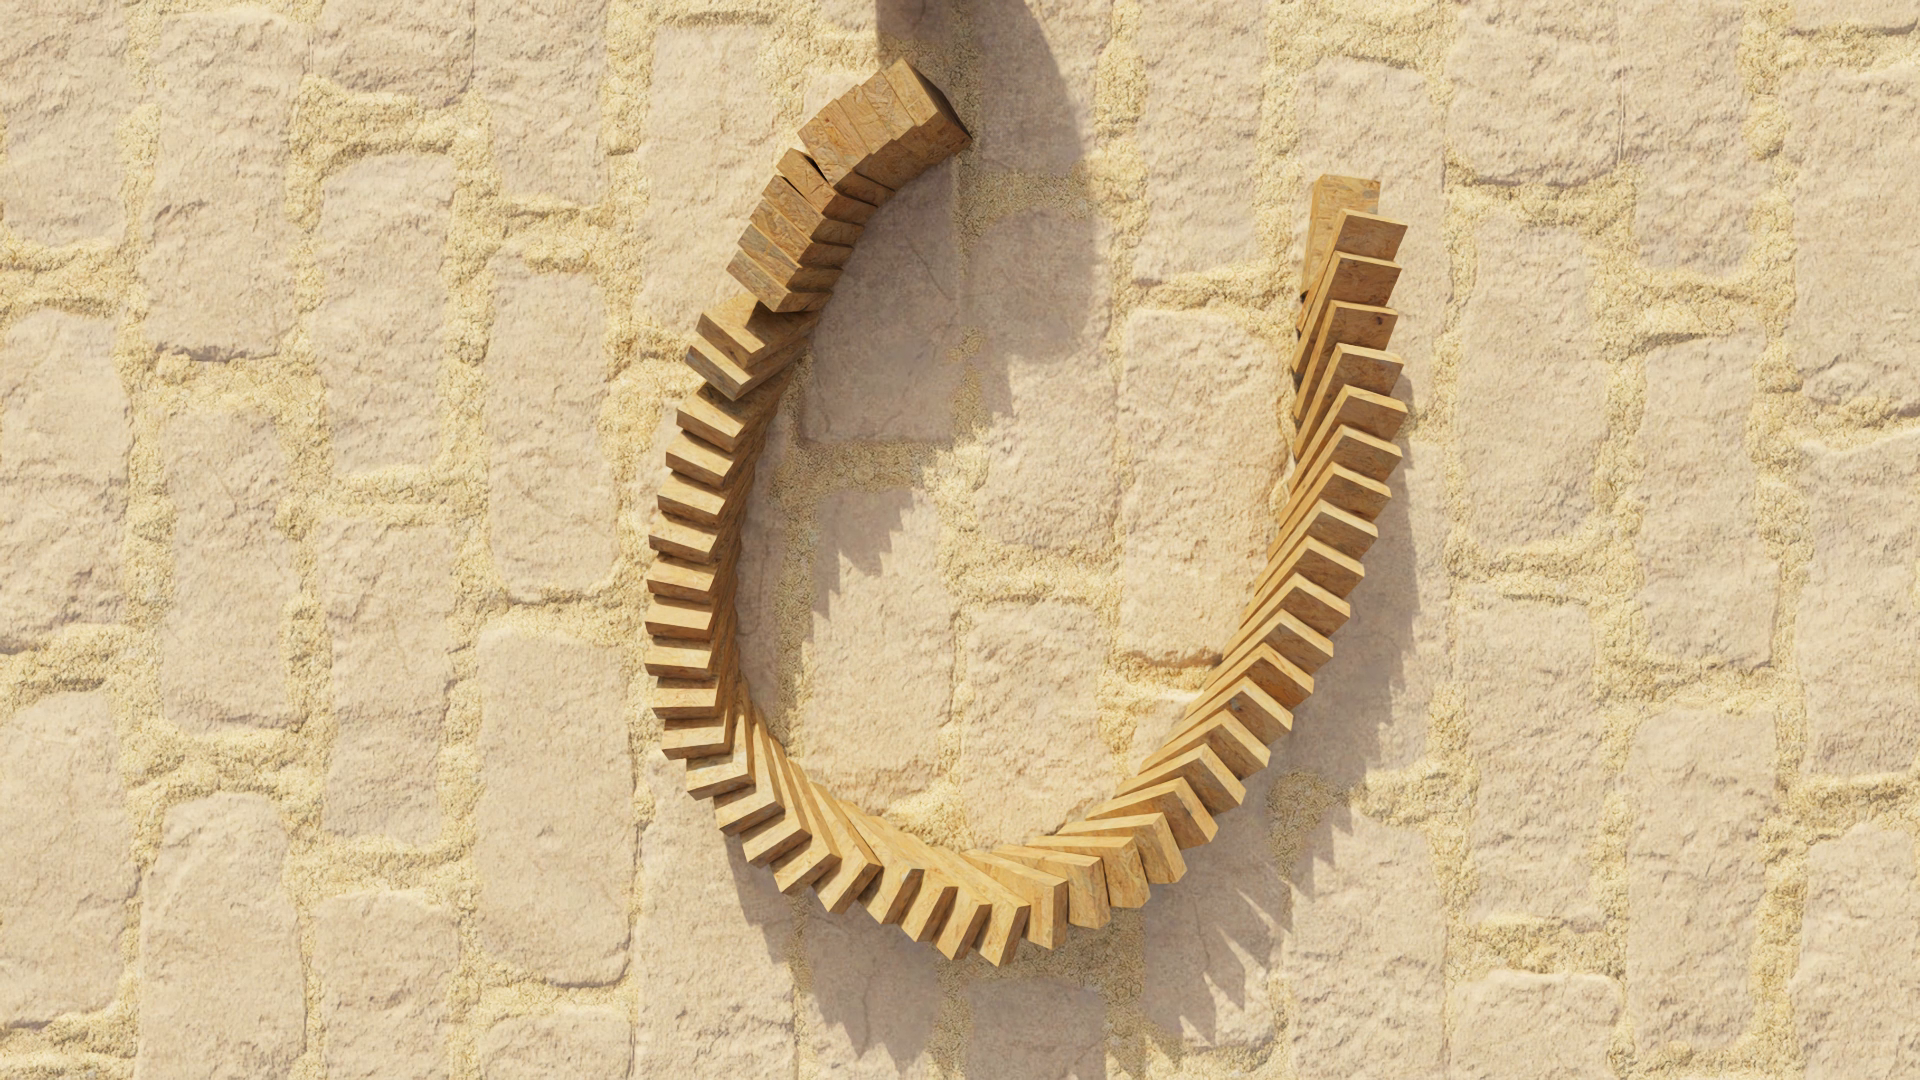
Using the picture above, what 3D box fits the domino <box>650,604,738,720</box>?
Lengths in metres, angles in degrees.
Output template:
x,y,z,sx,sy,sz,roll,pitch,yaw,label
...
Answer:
x,y,z,sx,sy,sz,roll,pitch,yaw,label
-0.109,0.050,0.380,0.025,0.010,0.050,-1,50,1,domino

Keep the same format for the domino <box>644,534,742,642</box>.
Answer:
x,y,z,sx,sy,sz,roll,pitch,yaw,label
-0.110,0.018,0.380,0.025,0.010,0.050,8,50,0,domino

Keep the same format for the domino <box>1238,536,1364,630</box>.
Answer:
x,y,z,sx,sy,sz,roll,pitch,yaw,label
0.141,0.024,0.381,0.025,0.010,0.050,27,128,0,domino

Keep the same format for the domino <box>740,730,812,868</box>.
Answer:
x,y,z,sx,sy,sz,roll,pitch,yaw,label
-0.081,0.107,0.380,0.025,0.010,0.050,-32,49,0,domino

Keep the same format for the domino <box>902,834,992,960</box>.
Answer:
x,y,z,sx,sy,sz,roll,pitch,yaw,label
-0.012,0.147,0.380,0.050,0.009,0.025,28,92,40,domino

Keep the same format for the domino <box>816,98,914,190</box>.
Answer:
x,y,z,sx,sy,sz,roll,pitch,yaw,label
-0.038,-0.161,0.375,0.010,0.050,0.025,-33,90,20,domino

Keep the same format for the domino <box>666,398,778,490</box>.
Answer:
x,y,z,sx,sy,sz,roll,pitch,yaw,label
-0.098,-0.045,0.381,0.025,0.010,0.050,24,51,0,domino

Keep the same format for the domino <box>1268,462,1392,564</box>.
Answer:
x,y,z,sx,sy,sz,roll,pitch,yaw,label
0.152,-0.006,0.381,0.025,0.009,0.050,23,128,0,domino

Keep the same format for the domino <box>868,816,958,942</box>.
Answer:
x,y,z,sx,sy,sz,roll,pitch,yaw,label
-0.026,0.140,0.380,0.050,0.010,0.025,28,91,40,domino

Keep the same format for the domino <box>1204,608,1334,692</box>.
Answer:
x,y,z,sx,sy,sz,roll,pitch,yaw,label
0.127,0.053,0.381,0.025,0.010,0.050,34,128,0,domino

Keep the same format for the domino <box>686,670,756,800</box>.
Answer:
x,y,z,sx,sy,sz,roll,pitch,yaw,label
-0.100,0.080,0.380,0.025,0.009,0.050,-16,49,0,domino

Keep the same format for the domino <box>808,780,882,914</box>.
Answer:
x,y,z,sx,sy,sz,roll,pitch,yaw,label
-0.056,0.126,0.380,0.025,0.009,0.050,-51,48,0,domino

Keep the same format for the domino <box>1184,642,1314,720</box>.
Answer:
x,y,z,sx,sy,sz,roll,pitch,yaw,label
0.119,0.067,0.381,0.025,0.009,0.050,36,128,0,domino

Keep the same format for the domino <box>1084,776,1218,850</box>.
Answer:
x,y,z,sx,sy,sz,roll,pitch,yaw,label
0.079,0.117,0.380,0.050,0.009,0.025,-35,90,42,domino

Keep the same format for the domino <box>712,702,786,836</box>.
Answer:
x,y,z,sx,sy,sz,roll,pitch,yaw,label
-0.091,0.094,0.380,0.025,0.010,0.050,-26,49,0,domino

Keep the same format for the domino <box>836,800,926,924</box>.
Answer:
x,y,z,sx,sy,sz,roll,pitch,yaw,label
-0.039,0.133,0.380,0.050,0.009,0.025,28,90,40,domino

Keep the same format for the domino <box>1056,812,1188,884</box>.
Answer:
x,y,z,sx,sy,sz,roll,pitch,yaw,label
0.066,0.129,0.380,0.050,0.010,0.025,-23,90,42,domino

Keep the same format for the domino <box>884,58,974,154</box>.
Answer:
x,y,z,sx,sy,sz,roll,pitch,yaw,label
-0.012,-0.176,0.375,0.010,0.050,0.025,-33,90,20,domino

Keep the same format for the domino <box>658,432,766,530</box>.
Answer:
x,y,z,sx,sy,sz,roll,pitch,yaw,label
-0.102,-0.029,0.381,0.025,0.010,0.050,19,51,0,domino

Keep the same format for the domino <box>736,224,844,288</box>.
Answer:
x,y,z,sx,sy,sz,roll,pitch,yaw,label
-0.068,-0.116,0.375,0.025,0.050,0.010,42,110,0,domino

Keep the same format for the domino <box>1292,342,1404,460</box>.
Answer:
x,y,z,sx,sy,sz,roll,pitch,yaw,label
0.161,-0.055,0.382,0.025,0.010,0.050,11,126,0,domino

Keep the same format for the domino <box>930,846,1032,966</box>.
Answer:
x,y,z,sx,sy,sz,roll,pitch,yaw,label
0.004,0.151,0.380,0.050,0.010,0.025,19,92,41,domino

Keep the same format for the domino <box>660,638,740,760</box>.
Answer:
x,y,z,sx,sy,sz,roll,pitch,yaw,label
-0.107,0.065,0.380,0.025,0.010,0.050,-6,49,1,domino

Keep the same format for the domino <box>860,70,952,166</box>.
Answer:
x,y,z,sx,sy,sz,roll,pitch,yaw,label
-0.021,-0.171,0.375,0.010,0.050,0.025,-33,90,20,domino

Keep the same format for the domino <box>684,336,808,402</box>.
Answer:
x,y,z,sx,sy,sz,roll,pitch,yaw,label
-0.087,-0.078,0.378,0.025,0.050,0.010,39,130,0,domino

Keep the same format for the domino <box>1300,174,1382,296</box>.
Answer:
x,y,z,sx,sy,sz,roll,pitch,yaw,label
0.164,-0.130,0.395,0.025,0.010,0.050,8,90,0,domino

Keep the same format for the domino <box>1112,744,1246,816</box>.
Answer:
x,y,z,sx,sy,sz,roll,pitch,yaw,label
0.090,0.106,0.380,0.025,0.010,0.050,49,129,0,domino

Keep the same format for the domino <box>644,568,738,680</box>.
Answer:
x,y,z,sx,sy,sz,roll,pitch,yaw,label
-0.110,0.033,0.380,0.025,0.009,0.050,5,50,1,domino

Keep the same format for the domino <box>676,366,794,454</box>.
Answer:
x,y,z,sx,sy,sz,roll,pitch,yaw,label
-0.093,-0.060,0.380,0.025,0.010,0.050,27,50,0,domino

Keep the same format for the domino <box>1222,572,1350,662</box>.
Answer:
x,y,z,sx,sy,sz,roll,pitch,yaw,label
0.135,0.039,0.381,0.025,0.009,0.050,31,128,0,domino

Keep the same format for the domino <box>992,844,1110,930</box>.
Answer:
x,y,z,sx,sy,sz,roll,pitch,yaw,label
0.037,0.143,0.380,0.050,0.009,0.025,-9,90,42,domino

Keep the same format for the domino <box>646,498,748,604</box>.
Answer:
x,y,z,sx,sy,sz,roll,pitch,yaw,label
-0.108,0.002,0.380,0.025,0.010,0.050,11,50,0,domino

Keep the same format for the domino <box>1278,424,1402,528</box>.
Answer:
x,y,z,sx,sy,sz,roll,pitch,yaw,label
0.157,-0.022,0.381,0.025,0.009,0.050,21,128,-1,domino

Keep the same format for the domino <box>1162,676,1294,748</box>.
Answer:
x,y,z,sx,sy,sz,roll,pitch,yaw,label
0.110,0.080,0.381,0.025,0.009,0.050,40,128,0,domino

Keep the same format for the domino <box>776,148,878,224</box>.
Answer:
x,y,z,sx,sy,sz,roll,pitch,yaw,label
-0.053,-0.144,0.375,0.025,0.050,0.010,46,110,0,domino

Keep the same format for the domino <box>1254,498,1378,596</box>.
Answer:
x,y,z,sx,sy,sz,roll,pitch,yaw,label
0.147,0.009,0.381,0.025,0.009,0.050,25,128,0,domino

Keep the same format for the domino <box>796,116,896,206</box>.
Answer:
x,y,z,sx,sy,sz,roll,pitch,yaw,label
-0.045,-0.154,0.375,0.009,0.050,0.025,-33,90,20,domino

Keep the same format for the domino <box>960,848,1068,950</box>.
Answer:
x,y,z,sx,sy,sz,roll,pitch,yaw,label
0.021,0.148,0.380,0.050,0.010,0.025,2,90,42,domino

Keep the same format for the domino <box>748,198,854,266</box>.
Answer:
x,y,z,sx,sy,sz,roll,pitch,yaw,label
-0.064,-0.125,0.375,0.025,0.050,0.009,42,110,0,domino

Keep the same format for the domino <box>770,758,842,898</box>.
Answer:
x,y,z,sx,sy,sz,roll,pitch,yaw,label
-0.070,0.118,0.380,0.025,0.010,0.050,-39,48,1,domino

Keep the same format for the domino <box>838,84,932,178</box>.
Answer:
x,y,z,sx,sy,sz,roll,pitch,yaw,label
-0.029,-0.166,0.375,0.009,0.050,0.025,-33,90,20,domino

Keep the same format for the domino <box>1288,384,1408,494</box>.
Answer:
x,y,z,sx,sy,sz,roll,pitch,yaw,label
0.160,-0.038,0.381,0.025,0.009,0.050,17,128,-1,domino

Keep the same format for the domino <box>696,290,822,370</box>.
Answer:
x,y,z,sx,sy,sz,roll,pitch,yaw,label
-0.082,-0.090,0.378,0.025,0.050,0.010,40,130,1,domino

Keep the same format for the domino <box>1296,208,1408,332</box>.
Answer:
x,y,z,sx,sy,sz,roll,pitch,yaw,label
0.162,-0.109,0.382,0.025,0.010,0.050,10,124,-2,domino

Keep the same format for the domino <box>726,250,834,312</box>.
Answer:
x,y,z,sx,sy,sz,roll,pitch,yaw,label
-0.073,-0.106,0.375,0.025,0.050,0.010,41,110,0,domino

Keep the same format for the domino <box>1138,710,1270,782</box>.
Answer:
x,y,z,sx,sy,sz,roll,pitch,yaw,label
0.101,0.093,0.381,0.025,0.010,0.050,44,129,0,domino

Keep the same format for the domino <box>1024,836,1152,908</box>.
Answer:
x,y,z,sx,sy,sz,roll,pitch,yaw,label
0.052,0.137,0.380,0.050,0.009,0.025,-16,90,41,domino

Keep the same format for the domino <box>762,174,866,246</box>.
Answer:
x,y,z,sx,sy,sz,roll,pitch,yaw,label
-0.059,-0.134,0.375,0.025,0.050,0.010,42,110,0,domino

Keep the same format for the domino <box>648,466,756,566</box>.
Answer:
x,y,z,sx,sy,sz,roll,pitch,yaw,label
-0.106,-0.014,0.380,0.025,0.010,0.050,17,51,0,domino

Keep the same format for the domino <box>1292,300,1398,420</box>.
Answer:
x,y,z,sx,sy,sz,roll,pitch,yaw,label
0.160,-0.073,0.383,0.025,0.009,0.050,8,123,0,domino

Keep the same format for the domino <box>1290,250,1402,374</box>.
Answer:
x,y,z,sx,sy,sz,roll,pitch,yaw,label
0.160,-0.092,0.382,0.025,0.009,0.050,10,124,-2,domino
